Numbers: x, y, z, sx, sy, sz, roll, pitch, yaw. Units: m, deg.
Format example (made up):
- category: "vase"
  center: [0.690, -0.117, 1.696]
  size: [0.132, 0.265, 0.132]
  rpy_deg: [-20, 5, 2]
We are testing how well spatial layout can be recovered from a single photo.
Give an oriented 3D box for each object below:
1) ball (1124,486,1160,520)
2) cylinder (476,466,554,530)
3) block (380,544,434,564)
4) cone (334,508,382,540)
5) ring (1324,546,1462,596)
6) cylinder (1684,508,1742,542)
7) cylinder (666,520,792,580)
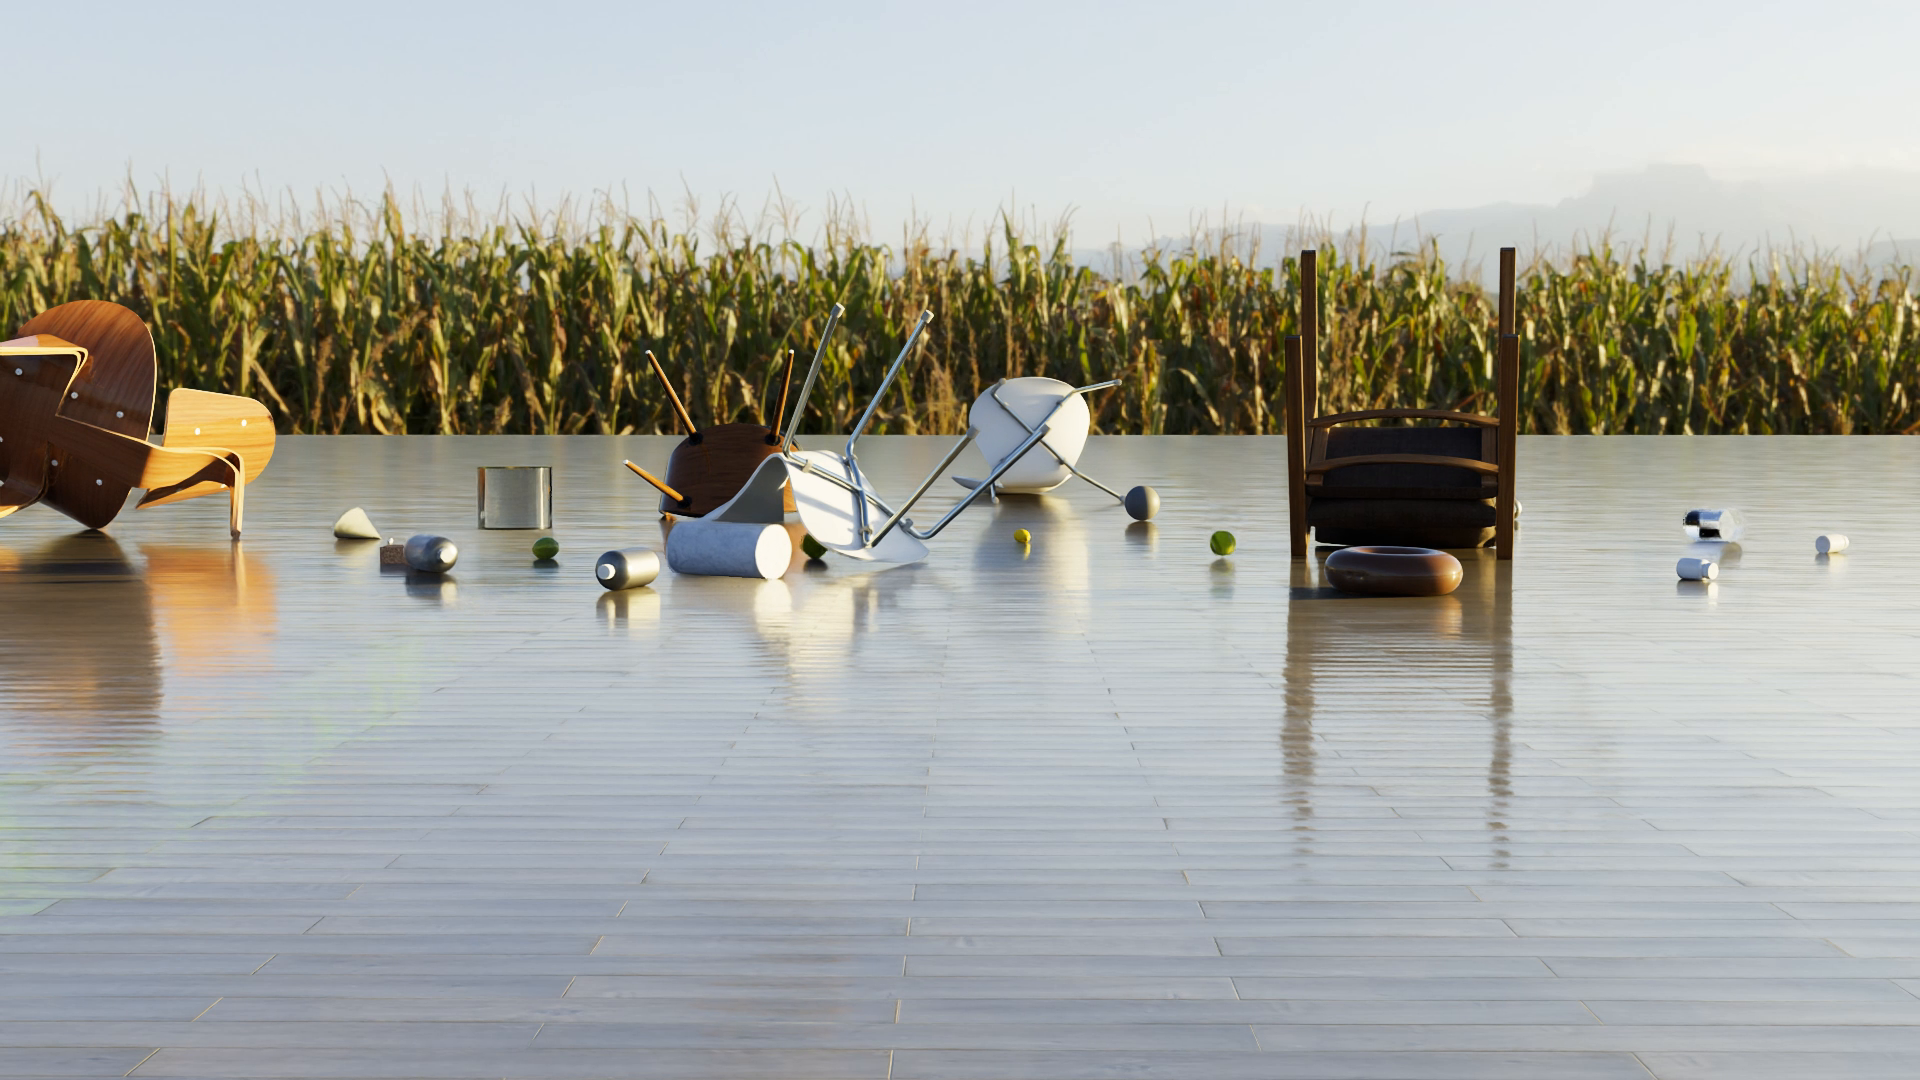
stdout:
- category: "ball"
  center: [0.621, -0.126, 7.498]
  size: [0.120, 0.120, 0.120]
  rpy_deg: [0, 4, 0]
- category: "cylinder"
  center: [-1.435, -0.136, 7.091]
  size: [0.240, 0.196, 0.221]
  rpy_deg: [-1, 4, -16]
- category: "block"
  center: [-1.436, 0.036, 5.707]
  size: [0.109, 0.043, 0.092]
  rpy_deg: [0, 4, 5]
- category: "cone"
  center: [-1.782, -0.026, 6.595]
  size: [0.115, 0.098, 0.171]
  rpy_deg: [24, 14, 9]
- category: "ring"
  center: [0.958, 0.069, 4.871]
  size: [0.269, 0.093, 0.320]
  rpy_deg: [-4, 7, -41]
- category: "cylinder"
  center: [2.218, -0.044, 6.469]
  size: [0.099, 0.097, 0.193]
  rpy_deg: [3, 1, 40]
- category: "cylinder"
  center: [-0.555, 0.023, 5.270]
  size: [0.282, 0.132, 0.128]
  rpy_deg: [3, -36, 35]
